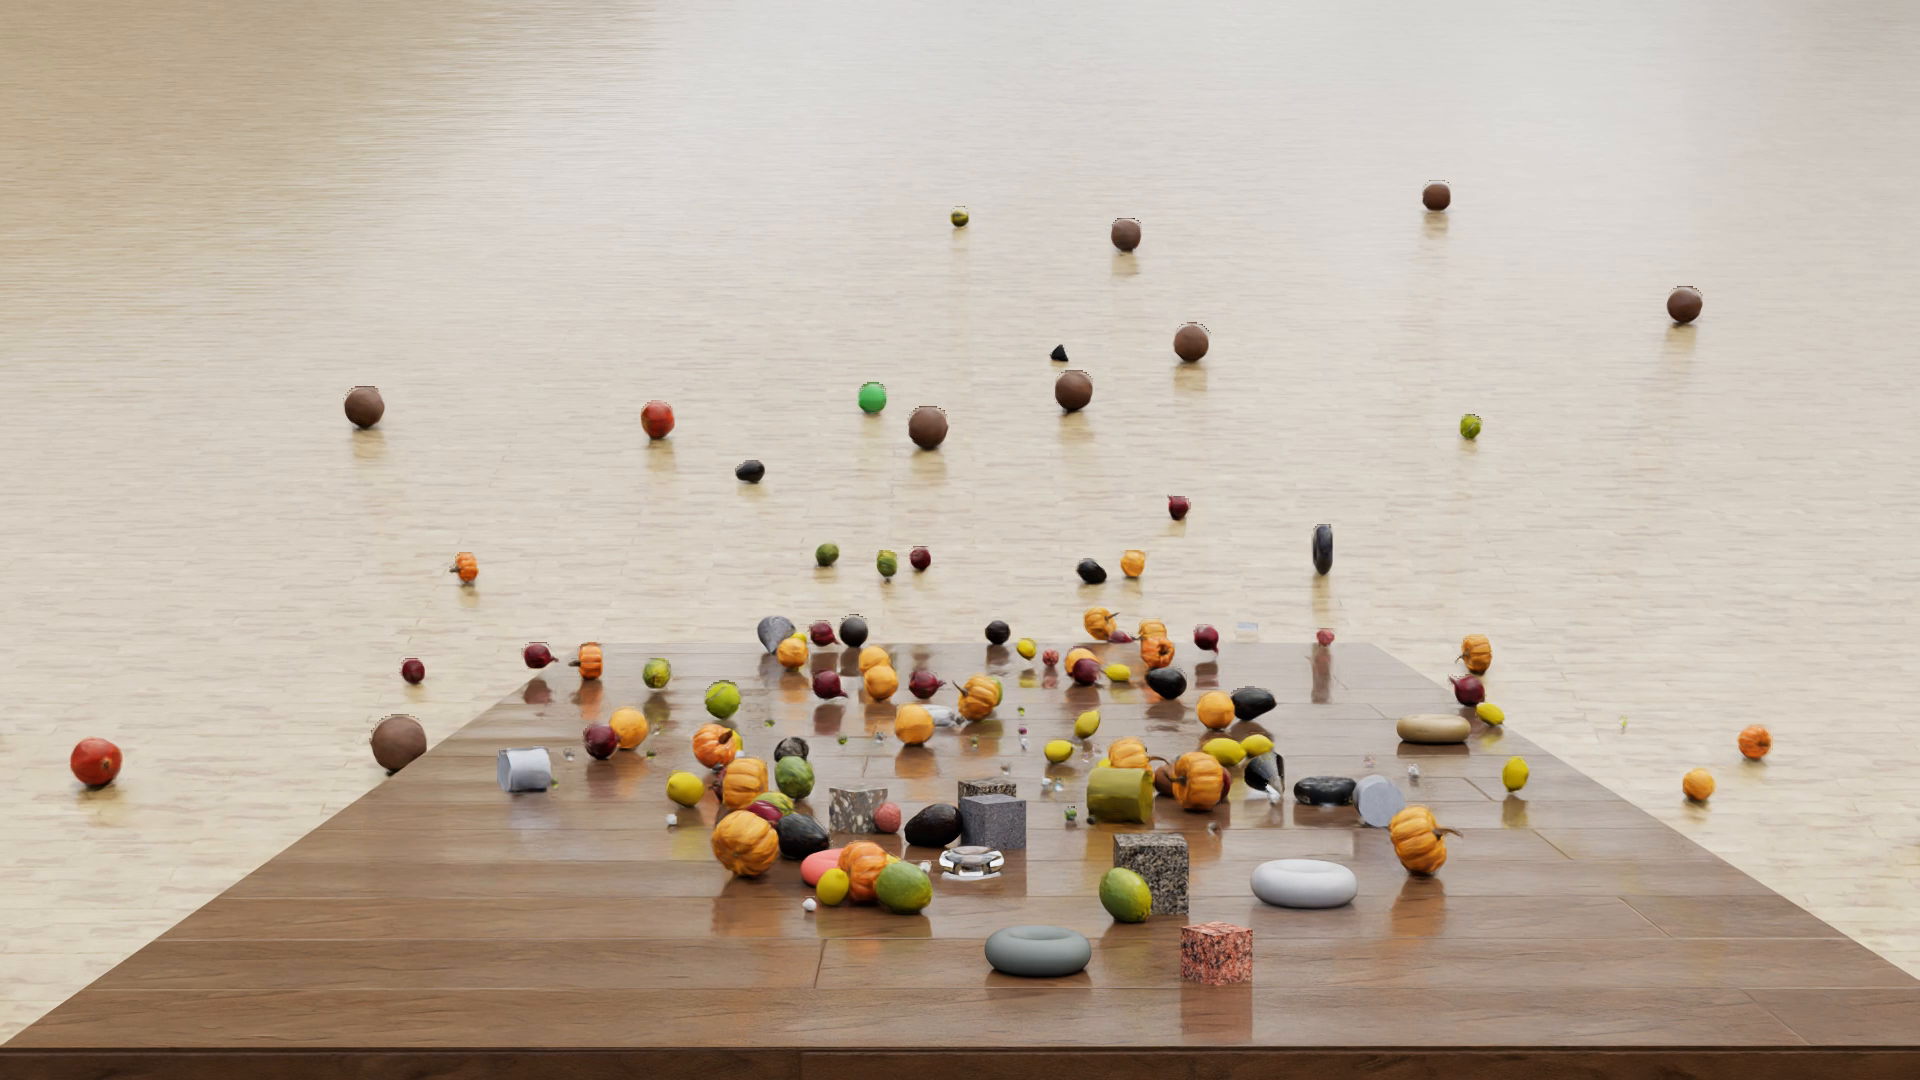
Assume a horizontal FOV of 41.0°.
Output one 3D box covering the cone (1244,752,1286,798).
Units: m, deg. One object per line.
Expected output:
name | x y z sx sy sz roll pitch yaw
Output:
cone | 0.501 0.390 4.100 0.072 0.072 0.072 -7 32 -18

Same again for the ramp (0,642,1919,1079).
ramp | 0.048 0.431 4.533 2.000 0.100 4.000 0 3 0

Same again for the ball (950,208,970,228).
ball | 0.000 -1.396 11.141 0.080 0.080 0.080 0 20 0

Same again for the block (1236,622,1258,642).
block | 0.754 0.253 6.746 0.056 0.056 0.056 3 21 7

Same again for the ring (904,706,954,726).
ring | -0.060 0.339 4.951 0.100 0.033 0.100 -1 5 0

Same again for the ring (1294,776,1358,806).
ring | 0.576 0.393 4.028 0.105 0.035 0.105 -1 4 0

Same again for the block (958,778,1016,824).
block | 0.040 0.391 3.813 0.064 0.064 0.064 -2 4 -28

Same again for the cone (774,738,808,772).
cone | -0.278 0.377 4.362 0.061 0.061 0.061 -7 32 -17

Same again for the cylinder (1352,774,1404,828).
cylinder | 0.623 0.388 3.823 0.068 0.068 0.068 0 3 1

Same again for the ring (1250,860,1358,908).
ring | 0.435 0.434 3.245 0.136 0.045 0.136 1 4 0

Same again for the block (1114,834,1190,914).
block | 0.238 0.417 3.205 0.086 0.086 0.086 0 3 -2

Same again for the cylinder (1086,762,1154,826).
cylinder | 0.240 0.381 3.841 0.080 0.080 0.080 12 23 20

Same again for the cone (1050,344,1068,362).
cone | 0.370 -0.660 9.238 0.062 0.062 0.062 41 37 21

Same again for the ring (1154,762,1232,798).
ring | 0.371 0.385 4.113 0.128 0.043 0.128 0 5 0

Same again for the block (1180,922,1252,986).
block | 0.282 0.454 2.824 0.055 0.055 0.055 -2 4 -36

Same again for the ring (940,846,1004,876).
ring | 0.016 0.431 3.449 0.087 0.029 0.087 0 5 0

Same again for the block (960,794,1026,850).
block | 0.047 0.400 3.636 0.067 0.067 0.067 -2 4 -30

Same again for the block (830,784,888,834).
block | -0.149 0.395 3.777 0.061 0.061 0.061 -3 4 -40

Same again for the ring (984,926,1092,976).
ring | 0.087 0.460 2.876 0.120 0.040 0.120 1 3 0

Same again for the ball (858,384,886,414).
ball | -0.295 -0.474 8.641 0.096 0.096 0.096 0 20 0

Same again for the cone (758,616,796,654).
cone | -0.457 0.253 6.301 0.099 0.099 0.099 2 30 5

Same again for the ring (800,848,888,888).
ring | -0.152 0.431 3.369 0.114 0.038 0.114 -1 4 0

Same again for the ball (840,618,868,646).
ball | -0.266 0.230 6.434 0.074 0.074 0.074 0 20 0

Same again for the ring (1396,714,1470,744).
ring | 0.870 0.347 4.719 0.135 0.045 0.135 0 2 0
